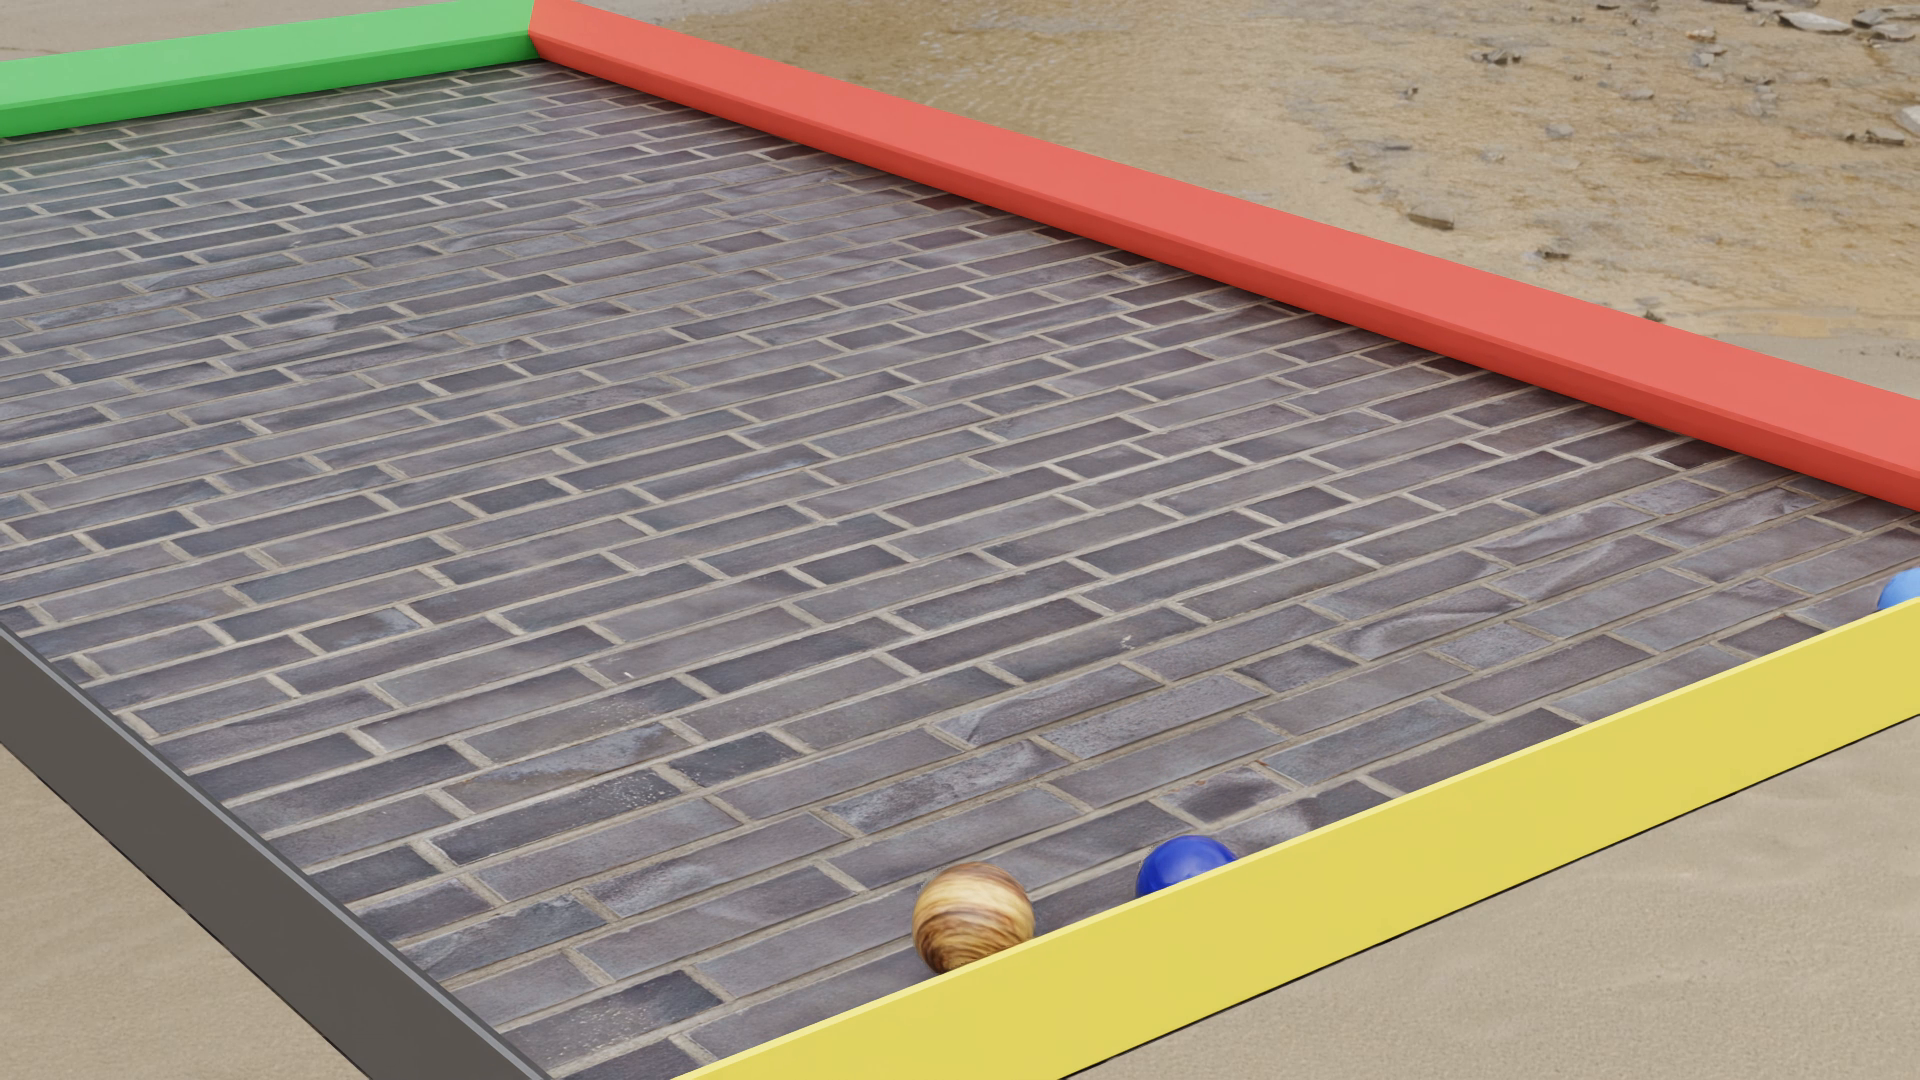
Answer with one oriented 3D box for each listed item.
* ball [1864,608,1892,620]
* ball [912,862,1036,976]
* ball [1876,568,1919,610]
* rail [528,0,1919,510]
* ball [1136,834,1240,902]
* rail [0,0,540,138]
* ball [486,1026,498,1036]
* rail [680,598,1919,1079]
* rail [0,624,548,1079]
[{"bbox_3d":[0.745,0.083,2.358,0.056,0.056,0.056,0,21,0],"label":"ball"},{"bbox_3d":[0.009,0.248,1.902,0.079,0.079,0.079,0,21,0],"label":"ball"},{"bbox_3d":[0.785,0.058,2.400,0.071,0.071,0.071,0,21,0],"label":"ball"},{"bbox_3d":[0.183,-0.392,3.503,0.045,0.103,2.778,-16,26,-35],"label":"rail"},{"bbox_3d":[0.154,0.233,1.947,0.075,0.075,0.075,0,21,0],"label":"ball"},{"bbox_3d":[-1.262,-0.613,4.069,1.587,0.103,0.045,-16,26,-35],"label":"rail"},{"bbox_3d":[-0.297,0.314,1.787,0.040,0.040,0.040,0,21,0],"label":"ball"},{"bbox_3d":[0.411,0.173,2.059,1.587,0.103,0.045,-16,26,-35],"label":"rail"},{"bbox_3d":[-1.034,-0.048,2.625,0.045,0.103,2.778,-16,26,-35],"label":"rail"}]
